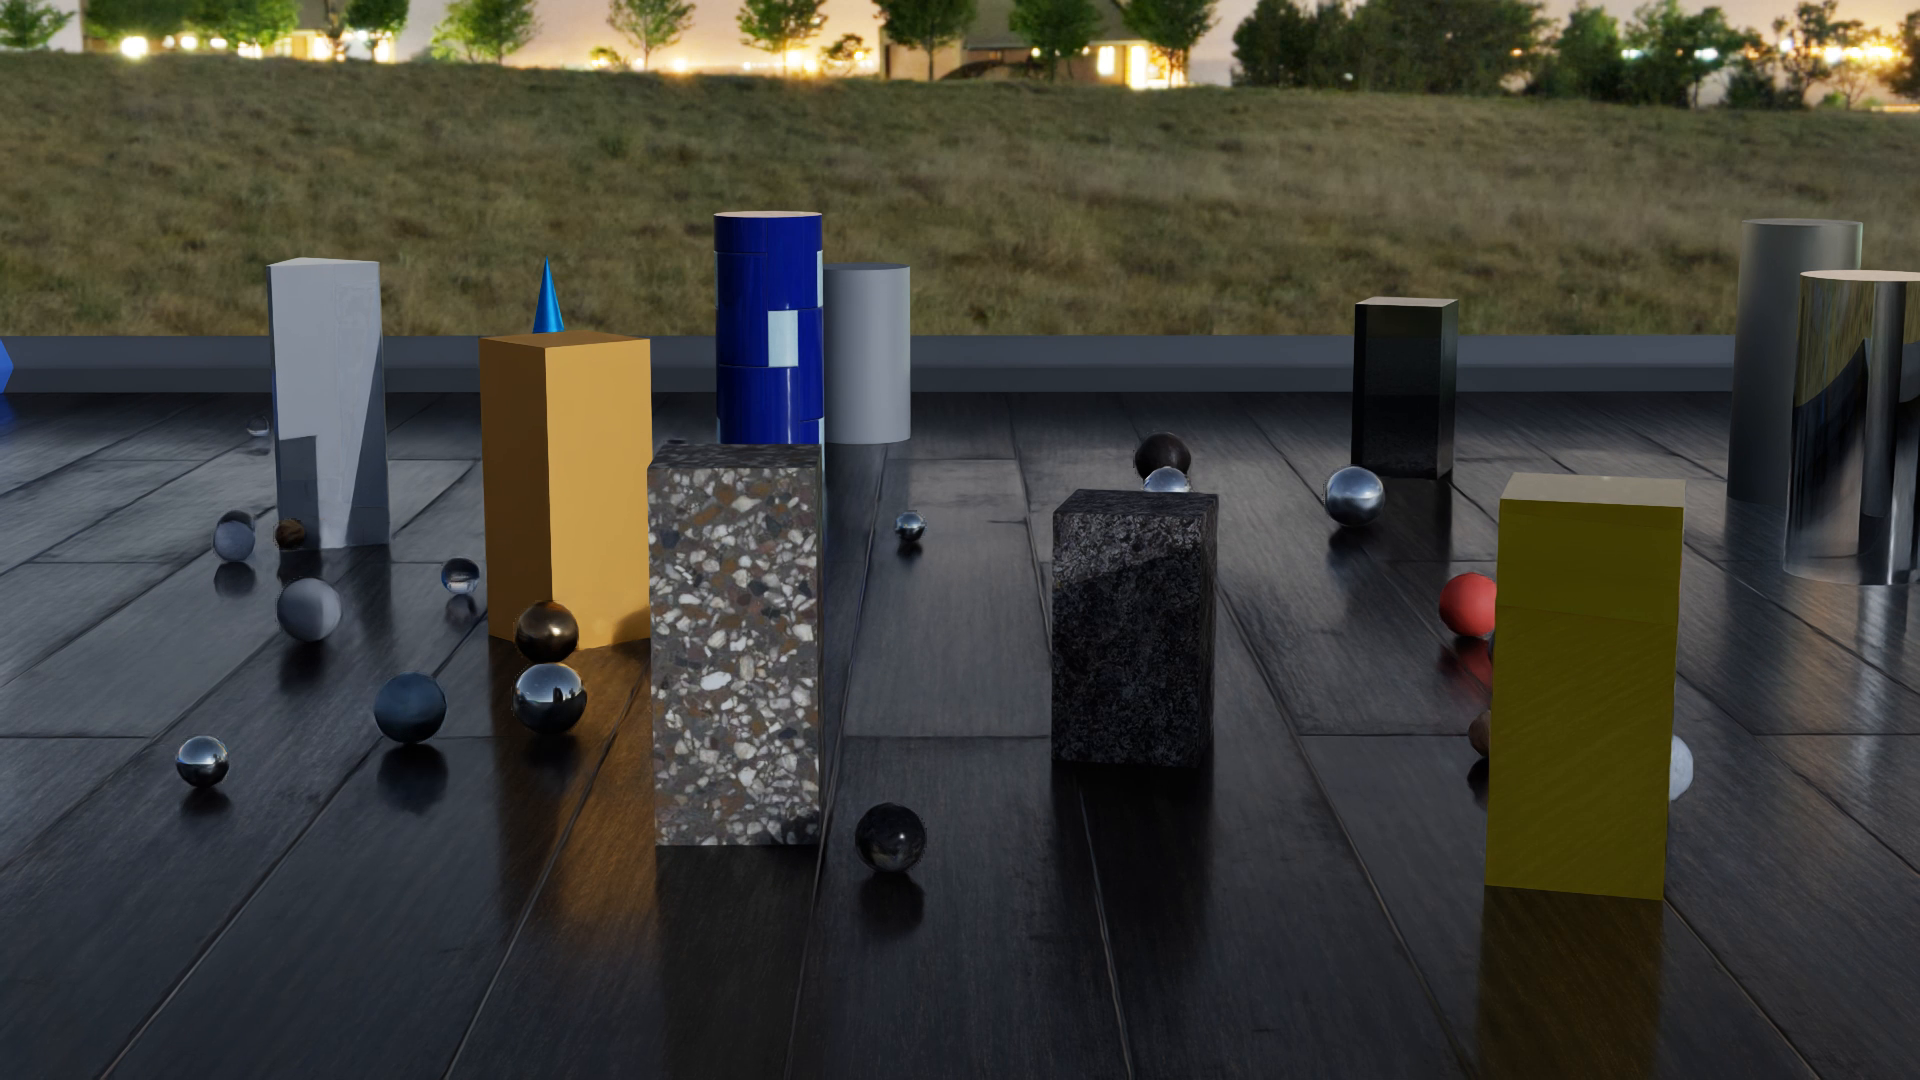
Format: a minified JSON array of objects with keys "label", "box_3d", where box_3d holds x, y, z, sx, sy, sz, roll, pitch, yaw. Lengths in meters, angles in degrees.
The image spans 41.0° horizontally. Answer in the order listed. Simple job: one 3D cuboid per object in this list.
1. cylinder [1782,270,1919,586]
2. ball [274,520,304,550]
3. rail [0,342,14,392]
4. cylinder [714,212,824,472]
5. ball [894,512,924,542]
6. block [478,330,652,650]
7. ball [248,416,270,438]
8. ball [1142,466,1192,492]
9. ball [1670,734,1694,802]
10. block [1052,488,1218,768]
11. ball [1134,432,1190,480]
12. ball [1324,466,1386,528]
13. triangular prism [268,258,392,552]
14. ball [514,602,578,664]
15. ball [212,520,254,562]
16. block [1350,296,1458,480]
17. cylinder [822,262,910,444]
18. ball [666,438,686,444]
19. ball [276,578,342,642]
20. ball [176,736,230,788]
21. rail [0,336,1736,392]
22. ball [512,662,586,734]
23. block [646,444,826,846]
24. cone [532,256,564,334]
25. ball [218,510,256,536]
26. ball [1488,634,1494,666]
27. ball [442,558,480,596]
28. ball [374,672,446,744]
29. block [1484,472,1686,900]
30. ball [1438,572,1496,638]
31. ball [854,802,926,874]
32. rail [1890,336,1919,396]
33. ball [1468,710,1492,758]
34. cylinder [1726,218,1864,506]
[{"label":"cylinder","box_3d":[1.295,-0.165,3.683,0.193,0.429,0.193,0,11,0]},{"label":"ball","box_3d":[-1.006,-0.008,3.851,0.044,0.044,0.044,0,11,0]},{"label":"rail","box_3d":[-2.110,0.035,3.437,0.045,0.126,4.684,0,11,0]},{"label":"cylinder","box_3d":[-0.342,-0.352,4.604,0.193,0.462,0.193,0,11,0]},{"label":"ball","box_3d":[-0.078,-0.020,3.953,0.046,0.046,0.046,0,11,0]},{"label":"block","box_3d":[-0.500,-0.066,3.274,0.155,0.384,0.155,-9,14,-41]},{"label":"ball","box_3d":[-1.382,-0.223,5.054,0.044,0.044,0.044,0,11,0]},{"label":"ball","box_3d":[0.336,-0.077,4.160,0.083,0.083,0.083,0,11,0]},{"label":"ball","box_3d":[0.691,0.225,2.552,0.076,0.076,0.076,0,11,0]},{"label":"block","box_3d":[0.189,0.091,2.753,0.155,0.266,0.155,2,11,12]},{"label":"ball","box_3d":[0.353,-0.140,4.461,0.096,0.096,0.096,0,11,0]},{"label":"ball","box_3d":[0.627,-0.069,4.078,0.097,0.097,0.097,0,11,0]},{"label":"triangular prism","box_3d":[-0.984,-0.213,3.937,0.167,0.431,0.145,-5,12,-27]},{"label":"ball","box_3d":[-0.506,0.114,3.146,0.078,0.078,0.078,0,11,0]},{"label":"ball","box_3d":[-1.074,0.002,3.795,0.061,0.061,0.061,0,11,0]},{"label":"block","box_3d":[0.800,-0.276,4.616,0.155,0.307,0.155,4,11,21]},{"label":"cylinder","box_3d":[-0.194,-0.369,5.037,0.193,0.336,0.193,0,11,0]},{"label":"ball","box_3d":[-0.520,-0.161,4.704,0.050,0.050,0.050,0,11,0]},{"label":"ball","box_3d":[-0.830,0.089,3.272,0.081,0.081,0.081,0,11,0]},{"label":"ball","box_3d":[-0.771,0.226,2.612,0.053,0.053,0.053,0,11,0]},{"label":"rail","box_3d":[-0.013,-0.391,5.728,4.268,0.126,0.045,0,11,0]},{"label":"ball","box_3d":[-0.451,0.173,2.819,0.080,0.080,0.080,0,11,0]},{"label":"block","box_3d":[-0.211,0.097,2.466,0.155,0.360,0.155,0,11,-1]},{"label":"cone","box_3d":[-0.573,-0.167,3.597,0.193,0.465,0.193,0,11,0]},{"label":"ball","box_3d":[-1.101,-0.017,3.906,0.057,0.057,0.057,0,11,0]},{"label":"ball","box_3d":[0.666,0.132,3.079,0.066,0.066,0.066,0,11,0]},{"label":"ball","box_3d":[-0.693,0.050,3.558,0.053,0.053,0.053,0,11,0]},{"label":"ball","box_3d":[-0.596,0.182,2.780,0.077,0.077,0.077,0,11,0]},{"label":"block","box_3d":[0.567,0.127,2.324,0.155,0.352,0.155,3,11,16]},{"label":"ball","box_3d":[0.657,0.083,3.296,0.083,0.083,0.083,0,11,0]},{"label":"ball","box_3d":[-0.064,0.271,2.336,0.064,0.064,0.064,0,11,0]},{"label":"rail","box_3d":[2.110,0.030,3.461,0.045,0.126,4.684,0,11,0]},{"label":"ball","box_3d":[0.566,0.206,2.722,0.051,0.051,0.051,0,11,0]},{"label":"cylinder","box_3d":[1.405,-0.302,4.322,0.193,0.465,0.193,0,11,0]}]
